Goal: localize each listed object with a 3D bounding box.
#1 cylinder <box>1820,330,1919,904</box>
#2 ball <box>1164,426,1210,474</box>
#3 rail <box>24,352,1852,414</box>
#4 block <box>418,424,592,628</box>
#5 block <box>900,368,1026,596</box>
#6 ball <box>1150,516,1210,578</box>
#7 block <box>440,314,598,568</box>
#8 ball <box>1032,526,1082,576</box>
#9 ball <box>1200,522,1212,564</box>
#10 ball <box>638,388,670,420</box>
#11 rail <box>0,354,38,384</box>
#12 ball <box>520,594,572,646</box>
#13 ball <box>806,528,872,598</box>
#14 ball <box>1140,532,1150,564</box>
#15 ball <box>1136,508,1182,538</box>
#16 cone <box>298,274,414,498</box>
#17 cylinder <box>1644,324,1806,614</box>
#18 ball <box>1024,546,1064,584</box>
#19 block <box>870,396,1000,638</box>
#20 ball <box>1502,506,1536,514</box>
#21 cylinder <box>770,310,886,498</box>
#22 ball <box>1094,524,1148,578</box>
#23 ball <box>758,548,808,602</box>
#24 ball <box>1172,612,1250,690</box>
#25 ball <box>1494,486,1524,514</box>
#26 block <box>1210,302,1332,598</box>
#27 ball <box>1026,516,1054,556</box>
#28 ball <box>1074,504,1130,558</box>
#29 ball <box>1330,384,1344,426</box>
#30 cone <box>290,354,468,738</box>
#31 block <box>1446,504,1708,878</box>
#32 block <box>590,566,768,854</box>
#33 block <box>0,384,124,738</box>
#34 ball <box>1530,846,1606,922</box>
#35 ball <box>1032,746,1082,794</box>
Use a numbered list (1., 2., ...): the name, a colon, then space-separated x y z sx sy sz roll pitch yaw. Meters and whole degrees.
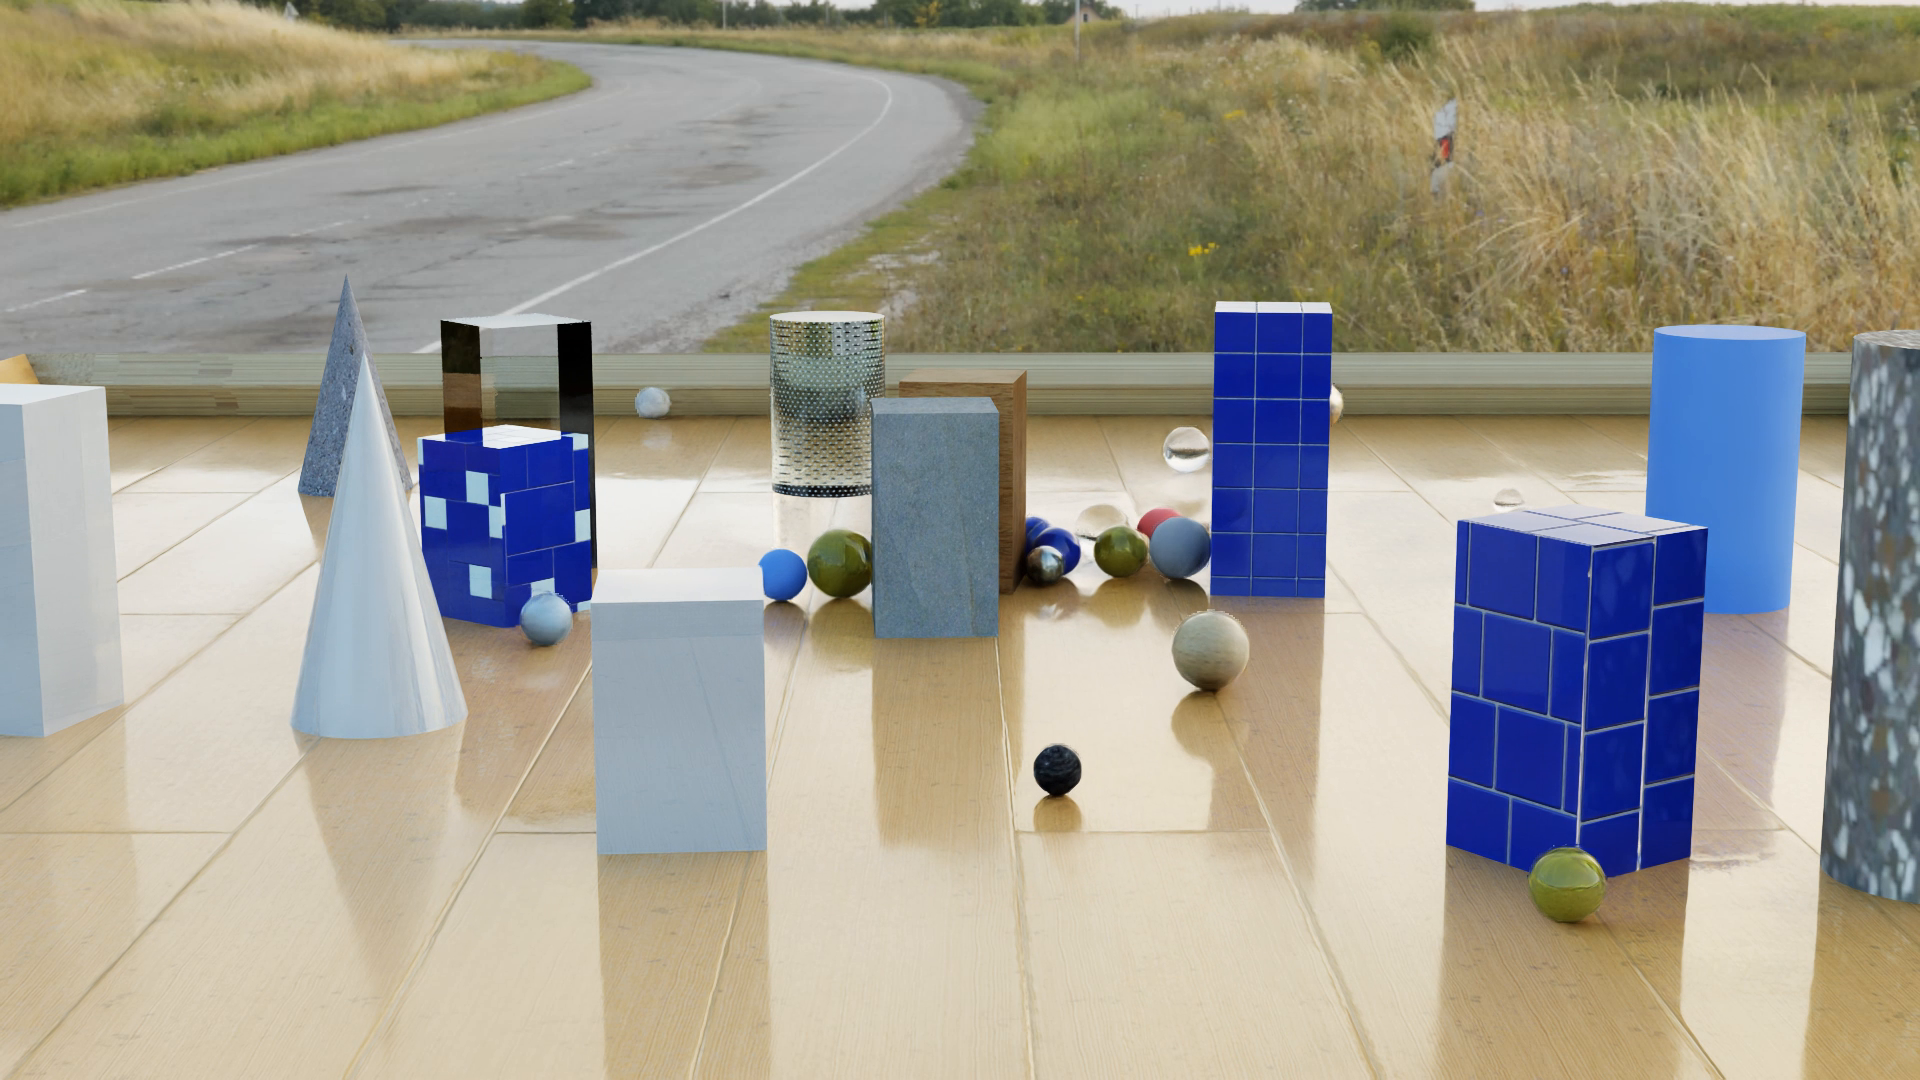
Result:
1. cylinder: 0.890 0.065 2.299 0.198 0.487 0.198 0 10 0
2. ball: 0.409 -0.163 4.636 0.085 0.085 0.085 0 10 0
3. rail: -0.011 -0.325 5.386 3.908 0.129 0.045 0 10 0
4. block: -0.611 -0.021 3.449 0.159 0.238 0.159 8 13 37
5. block: 0.006 -0.085 3.633 0.159 0.297 0.159 1 11 8
6. ball: 0.317 0.011 3.684 0.089 0.089 0.089 0 10 0
7. block: -0.644 -0.140 3.747 0.159 0.362 0.159 -8 13 -38
8. ball: 0.139 0.017 3.700 0.072 0.072 0.072 0 10 0
9. ball: 0.360 0.005 3.786 0.064 0.064 0.064 0 10 0
10. ball: -0.636 -0.284 5.337 0.067 0.067 0.067 0 10 0
11. rail: -1.930 0.035 3.438 0.045 0.129 3.988 0 10 0
12. ball: -0.527 0.101 3.263 0.066 0.066 0.066 0 10 0
13. ball: -0.163 0.031 3.547 0.098 0.098 0.098 0 10 0
14. ball: 0.253 0.014 3.756 0.057 0.057 0.057 0 10 0
15. ball: 0.302 -0.010 3.829 0.078 0.078 0.078 0 10 0
16. cone: -1.055 -0.276 4.446 0.198 0.376 0.198 0 10 0
17. cylinder: 1.044 -0.100 3.514 0.198 0.370 0.198 0 10 0
18. ball: 0.120 0.036 3.642 0.056 0.056 0.056 0 10 0
19. block: -0.034 -0.032 3.360 0.159 0.291 0.159 -1 11 -3
20. ball: 0.818 0.000 3.718 0.099 0.099 0.099 0 10 0
21. cylinder: -0.229 -0.237 4.446 0.198 0.300 0.198 0 10 0
22. ball: 0.230 0.016 3.688 0.077 0.077 0.077 0 10 0
23. ball: -0.246 0.048 3.530 0.072 0.072 0.072 0 10 0
24. ball: 0.296 0.131 3.029 0.091 0.091 0.091 0 10 0
25. ball: 0.896 -0.062 4.189 0.050 0.050 0.050 0 10 0
26. block: 0.436 -0.130 3.606 0.159 0.395 0.159 1 11 6
27. ball: 0.108 0.003 3.766 0.075 0.075 0.075 0 10 0
28. ball: 0.213 -0.012 3.819 0.086 0.086 0.086 0 10 0
29. ball: 0.728 -0.274 5.204 0.096 0.096 0.096 0 10 0
30. cone: -0.658 -0.005 2.871 0.198 0.417 0.198 0 10 0
31. block: 0.571 0.138 2.384 0.159 0.312 0.159 -7 13 -34
32. block: -0.267 0.160 2.461 0.159 0.240 0.159 -1 11 -5
33. block: -1.063 0.018 2.878 0.159 0.368 0.159 3 11 14
34. ball: 0.523 0.296 2.209 0.065 0.065 0.065 0 10 0
35. ball: 0.099 0.233 2.594 0.050 0.050 0.050 0 10 0
